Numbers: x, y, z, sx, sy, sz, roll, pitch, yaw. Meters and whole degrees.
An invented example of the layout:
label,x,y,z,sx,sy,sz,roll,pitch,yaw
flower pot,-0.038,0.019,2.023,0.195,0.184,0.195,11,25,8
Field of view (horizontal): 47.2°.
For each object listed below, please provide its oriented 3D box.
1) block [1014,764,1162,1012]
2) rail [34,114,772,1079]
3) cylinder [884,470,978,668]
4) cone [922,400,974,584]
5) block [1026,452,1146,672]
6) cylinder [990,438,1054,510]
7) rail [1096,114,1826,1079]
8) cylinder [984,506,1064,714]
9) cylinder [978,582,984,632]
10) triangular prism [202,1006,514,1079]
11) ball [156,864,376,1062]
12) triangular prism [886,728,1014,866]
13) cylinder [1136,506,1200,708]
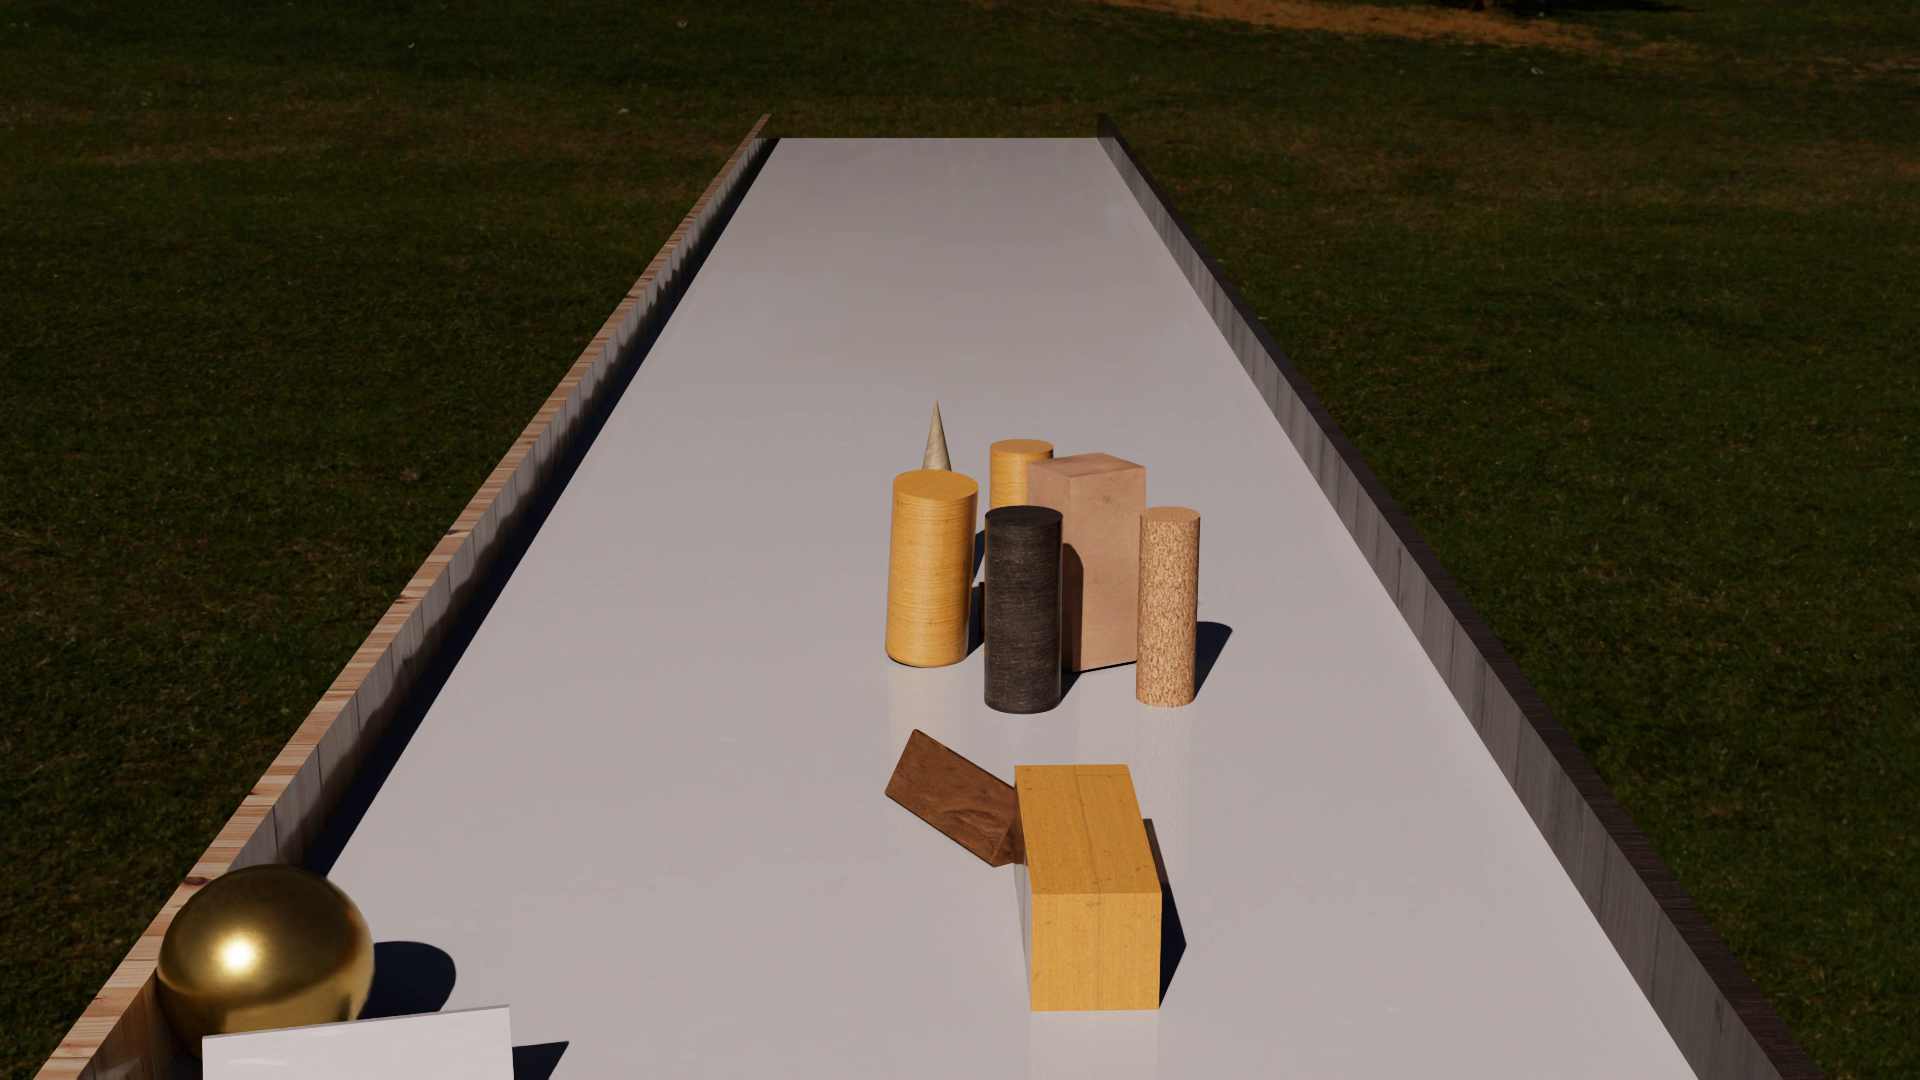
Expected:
label,x,y,z,sx,sy,sz,roll,pitch,yaw
block,0.180,0.500,3.234,0.177,0.177,0.458,0,17,-2
rail,-1.118,-0.838,7.780,0.050,0.150,12.000,0,17,-1
cylinder,-0.058,0.056,4.381,0.169,0.358,0.169,3,22,-1
cone,-0.051,-0.112,4.870,0.169,0.418,0.169,0,17,0
block,0.253,0.041,4.388,0.173,0.392,0.173,-9,16,-27
cylinder,0.130,-0.021,4.656,0.134,0.364,0.134,0,16,0
rail,0.932,-0.844,7.801,0.050,0.150,12.000,0,17,-1
cylinder,0.119,0.131,4.143,0.146,0.367,0.146,0,17,0
cylinder,0.229,0.136,4.583,0.378,0.106,0.106,-1,17,-4
triangular prism,-0.750,0.662,2.759,0.370,0.131,0.151,-4,17,-12
ball,-0.902,0.559,2.866,0.273,0.273,0.273,0,17,0
triangular prism,0.014,0.415,3.634,0.124,0.107,0.341,-10,20,-30
cylinder,0.393,0.126,4.163,0.113,0.364,0.113,0,17,0
